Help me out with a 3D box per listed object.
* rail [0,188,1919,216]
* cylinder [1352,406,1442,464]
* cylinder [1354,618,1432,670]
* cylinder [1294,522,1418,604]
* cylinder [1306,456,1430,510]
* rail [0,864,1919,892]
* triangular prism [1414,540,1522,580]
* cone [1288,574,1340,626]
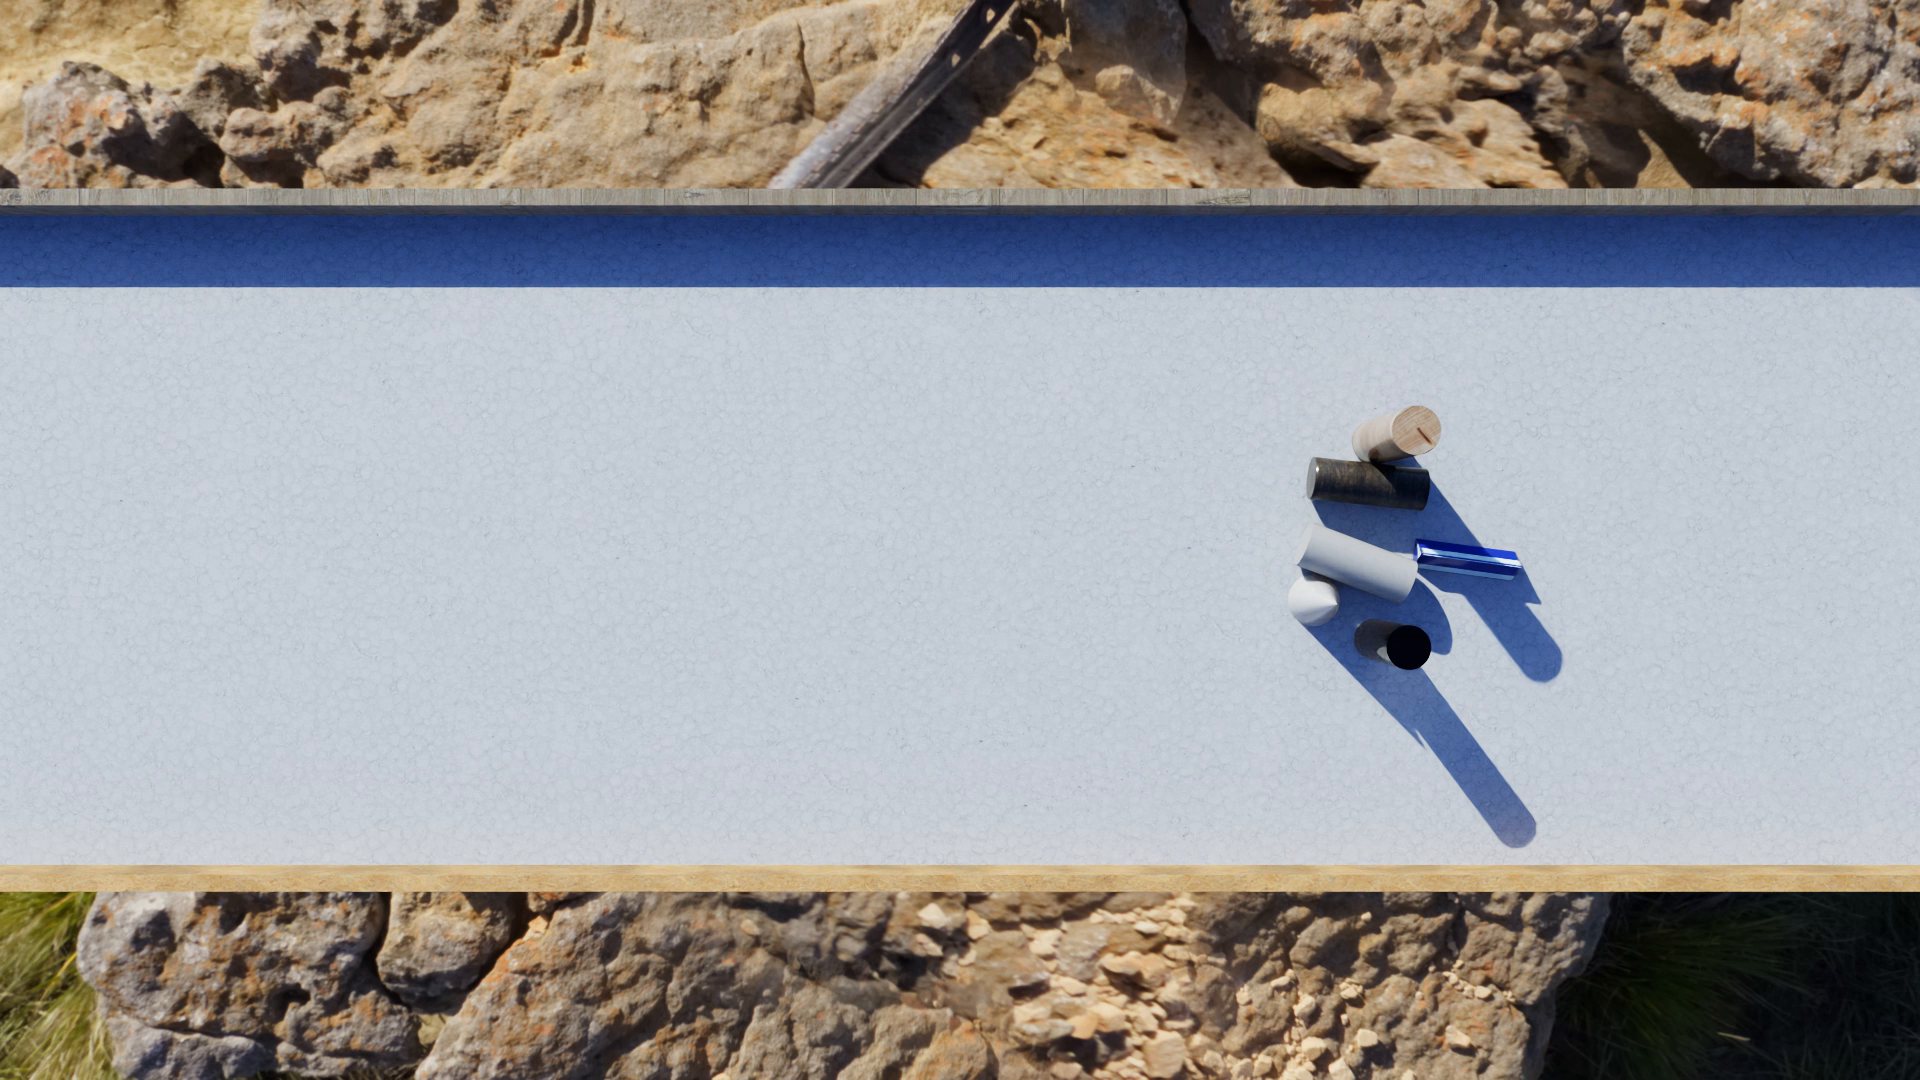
[{"bbox_3d":[-2.247,-1.025,5.002,12.000,0.150,0.050,0,90,0],"label":"rail"},{"bbox_3d":[1.278,-0.305,4.849,0.139,0.452,0.139,0,89,-1],"label":"cylinder"},{"bbox_3d":[1.276,0.306,4.882,0.128,0.388,0.128,0,90,0],"label":"cylinder"},{"bbox_3d":[1.201,0.070,5.007,0.336,0.139,0.139,21,90,0],"label":"cylinder"},{"bbox_3d":[1.238,-0.171,5.011,0.343,0.130,0.130,6,90,0],"label":"cylinder"},{"bbox_3d":[-2.247,1.025,5.001,12.000,0.150,0.050,0,90,0],"label":"rail"},{"bbox_3d":[1.550,0.061,5.036,0.310,0.077,0.089,8,90,0],"label":"triangular prism"},{"bbox_3d":[1.089,0.186,4.919,0.159,0.315,0.159,0,90,0],"label":"cone"}]
